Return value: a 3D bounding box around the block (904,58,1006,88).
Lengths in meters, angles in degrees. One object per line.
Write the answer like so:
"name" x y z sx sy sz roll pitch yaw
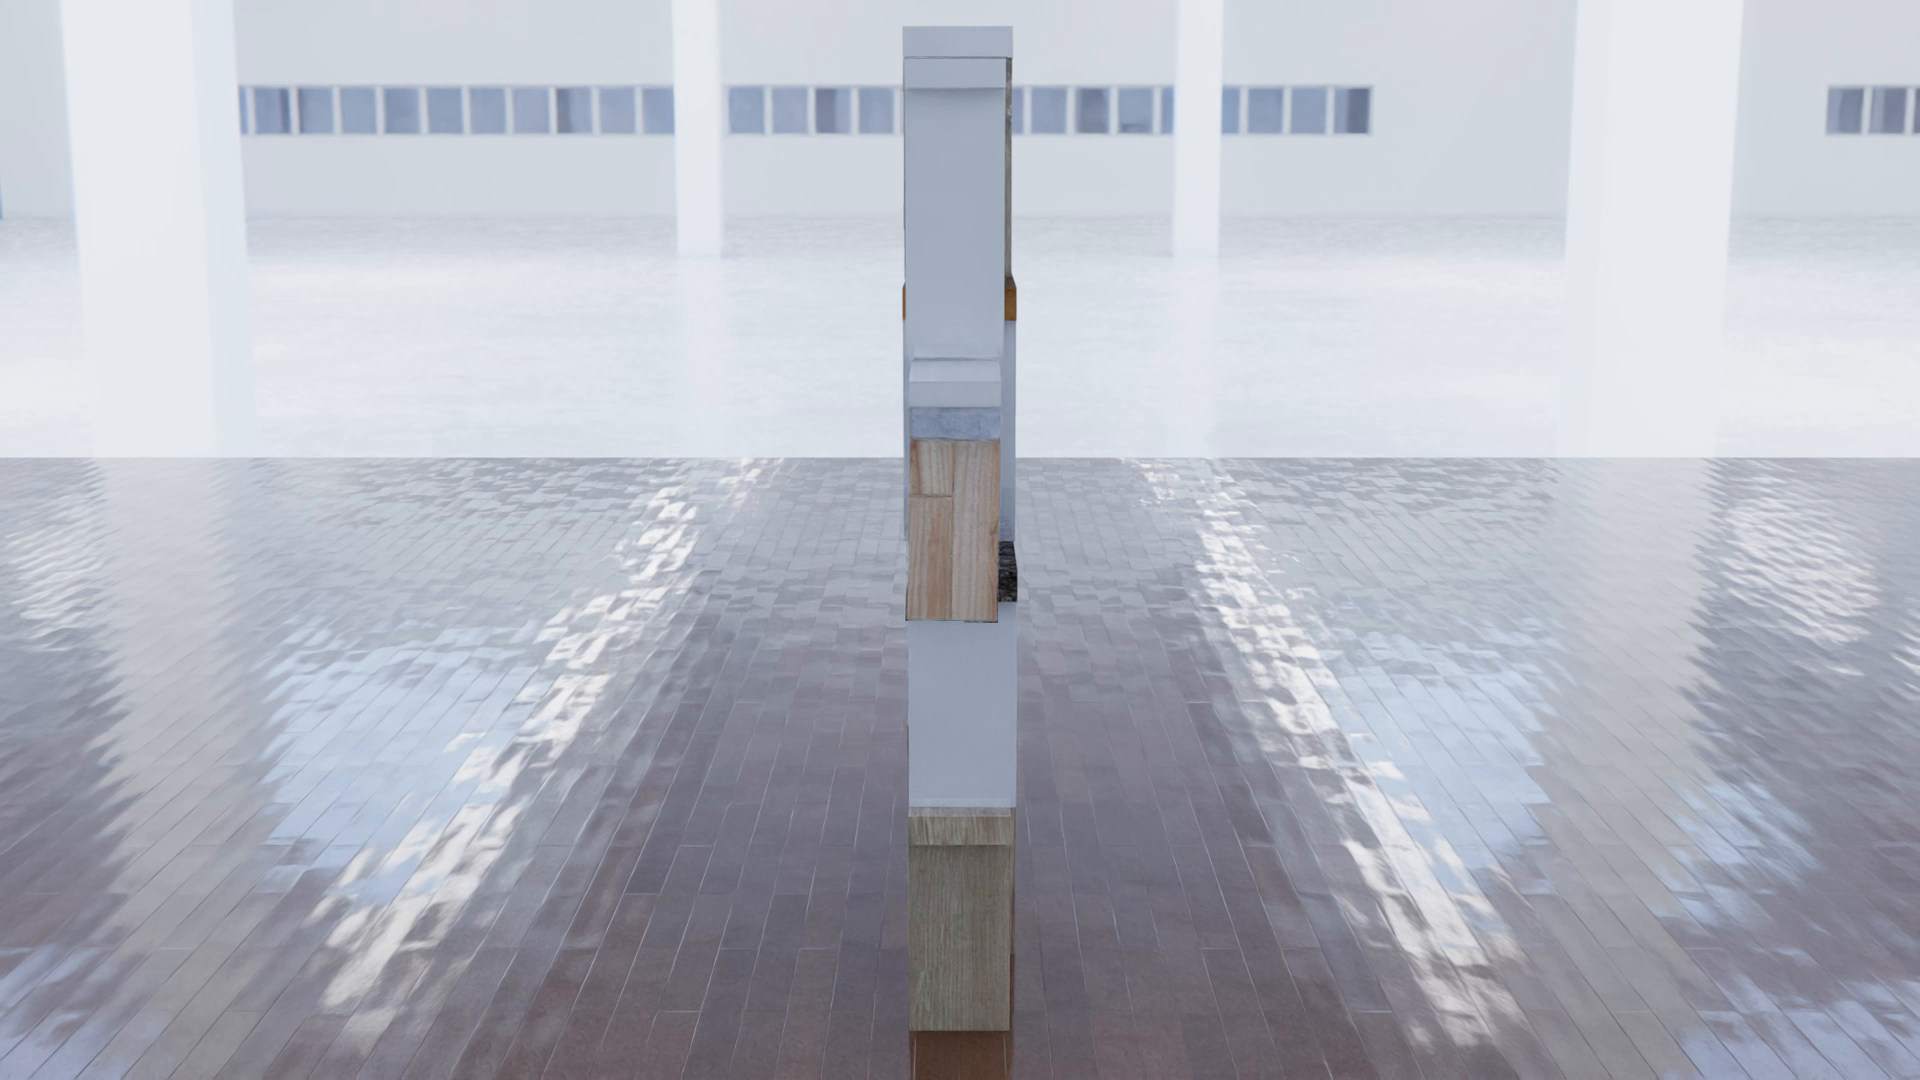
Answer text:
"block" -0.006 -0.650 3.083 0.136 0.039 0.272 0 10 0

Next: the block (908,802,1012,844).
"block" -0.001 0.374 3.168 0.142 0.040 0.283 0 11 0

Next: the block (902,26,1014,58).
"block" -0.004 -0.757 3.370 0.161 0.046 0.322 0 11 0

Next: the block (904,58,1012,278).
"block" -0.003 -0.556 3.298 0.161 0.322 0.046 0 10 0

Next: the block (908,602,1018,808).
"block" 0.004 0.222 3.060 0.149 0.299 0.042 0 11 0

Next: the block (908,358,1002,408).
"block" -0.006 -0.219 2.991 0.121 0.034 0.241 0 14 0

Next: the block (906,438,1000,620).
"block" -0.009 -0.014 2.949 0.121 0.241 0.034 1 9 -1

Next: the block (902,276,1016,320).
"block" 0.000 -0.362 3.259 0.162 0.046 0.323 0 11 0

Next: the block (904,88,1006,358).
"block" -0.007 -0.435 3.029 0.136 0.365 0.039 0 10 0

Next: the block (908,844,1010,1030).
"block" -0.001 0.551 3.104 0.142 0.283 0.040 0 11 0

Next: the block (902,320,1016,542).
"block" -0.001 -0.161 3.186 0.162 0.323 0.046 0 10 0

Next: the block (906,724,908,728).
"block" 0.003 0.270 3.464 0.164 0.047 0.329 0 11 0

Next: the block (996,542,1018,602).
"block" 0.003 0.036 3.127 0.149 0.042 0.299 0 11 0

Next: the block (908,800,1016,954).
"block" 0.003 0.475 3.391 0.164 0.329 0.047 0 11 0

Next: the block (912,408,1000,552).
"block" -0.005 -0.103 3.096 0.121 0.241 0.034 0 11 0
